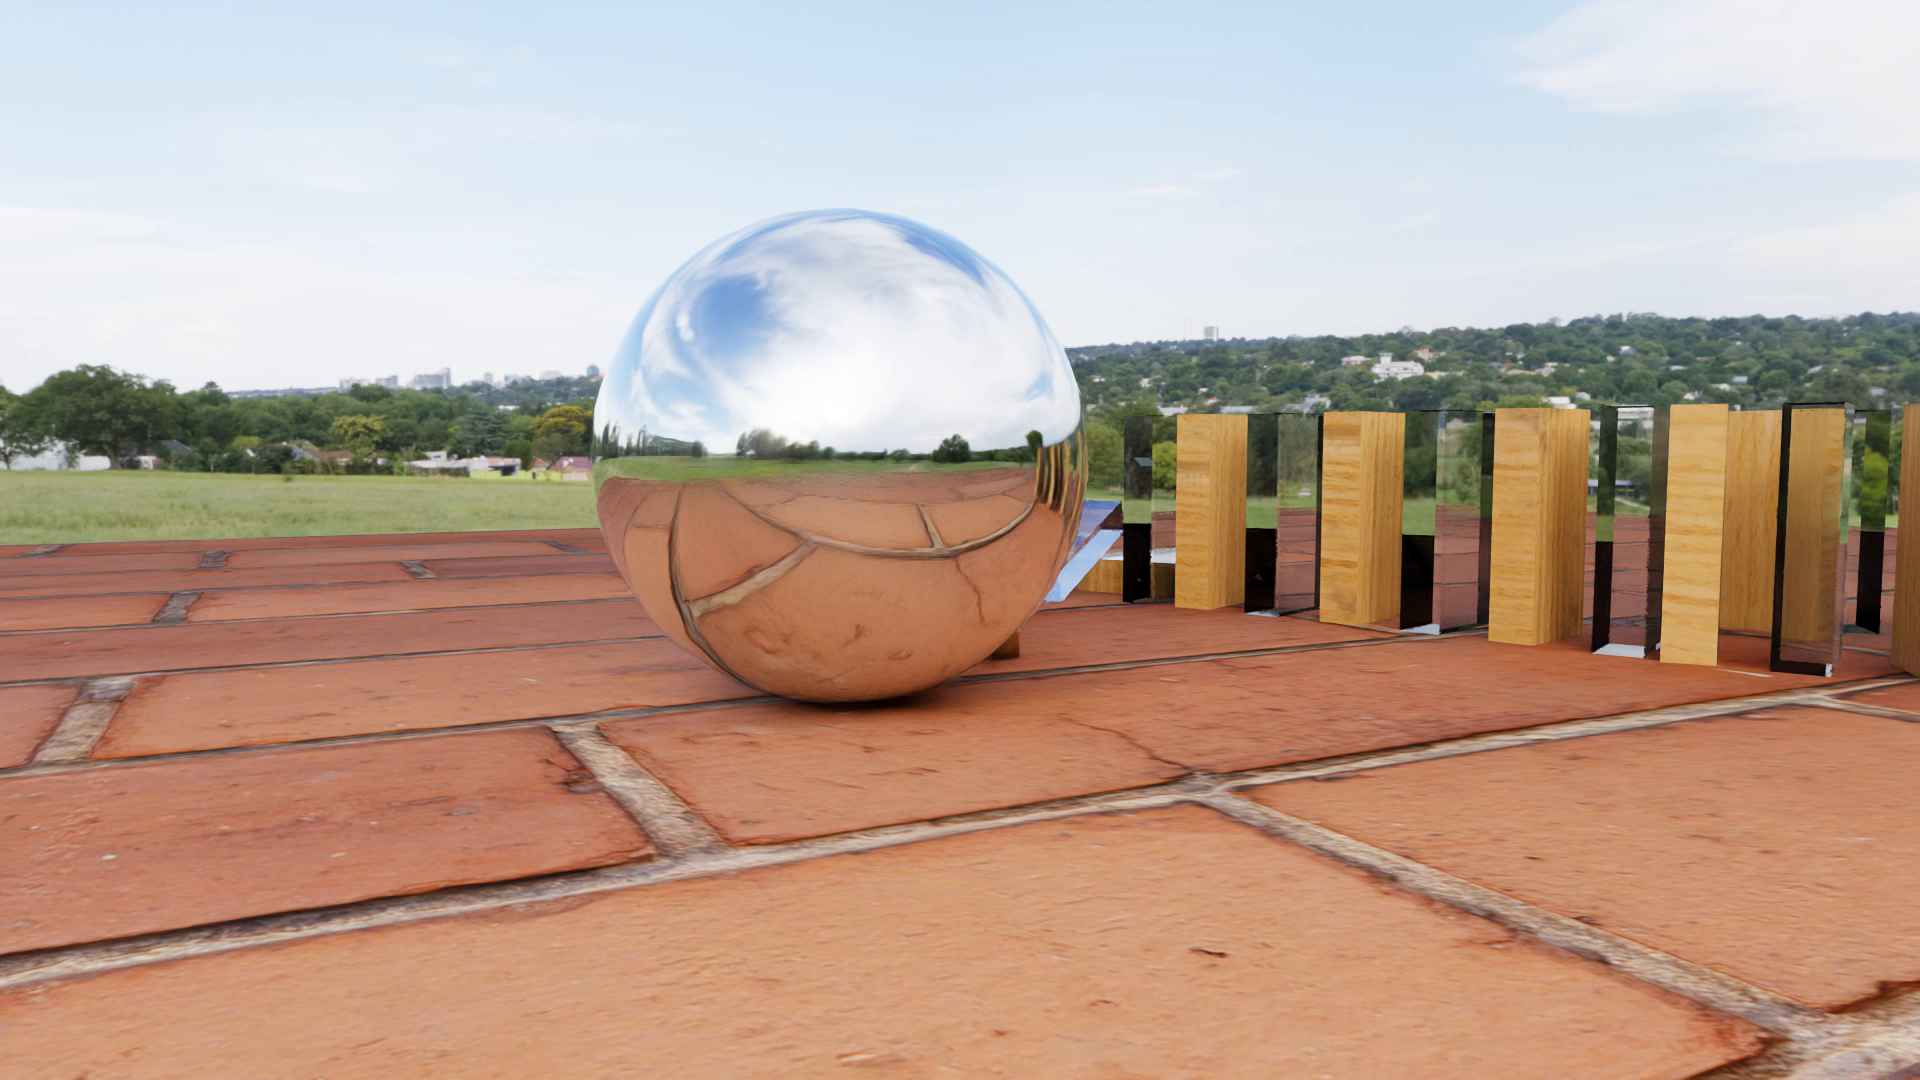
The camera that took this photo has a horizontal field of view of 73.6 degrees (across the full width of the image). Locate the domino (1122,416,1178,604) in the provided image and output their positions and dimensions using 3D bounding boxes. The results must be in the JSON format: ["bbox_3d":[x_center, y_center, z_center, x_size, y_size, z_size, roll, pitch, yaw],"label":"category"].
[{"bbox_3d":[0.055,-0.009,0.350,0.009,0.050,0.025,3,5,38],"label":"domino"}]

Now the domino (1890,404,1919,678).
[{"bbox_3d":[0.181,0.000,0.234,0.009,0.050,0.025,2,5,21],"label":"domino"}]

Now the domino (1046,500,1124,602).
[{"bbox_3d":[0.027,0.002,0.370,0.025,0.009,0.050,2,24,28],"label":"domino"}]

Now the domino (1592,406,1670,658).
[{"bbox_3d":[0.140,-0.002,0.266,0.010,0.050,0.025,3,5,38],"label":"domino"}]

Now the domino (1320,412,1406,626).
[{"bbox_3d":[0.098,-0.006,0.311,0.009,0.050,0.025,4,6,45],"label":"domino"}]

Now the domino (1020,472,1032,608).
[{"bbox_3d":[0.007,-0.001,0.350,0.025,0.009,0.050,0,36,3],"label":"domino"}]

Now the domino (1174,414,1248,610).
[{"bbox_3d":[0.068,-0.008,0.340,0.009,0.050,0.025,3,5,39],"label":"domino"}]

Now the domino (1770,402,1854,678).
[{"bbox_3d":[0.163,-0.001,0.245,0.010,0.050,0.025,3,5,38],"label":"domino"}]

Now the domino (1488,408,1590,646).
[{"bbox_3d":[0.127,-0.004,0.281,0.025,0.050,0.009,-4,6,-42],"label":"domino"}]

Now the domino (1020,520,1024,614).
[{"bbox_3d":[0.003,-0.003,0.333,0.025,0.009,0.050,-1,48,1],"label":"domino"}]

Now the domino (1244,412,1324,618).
[{"bbox_3d":[0.083,-0.007,0.326,0.009,0.050,0.025,4,6,43],"label":"domino"}]

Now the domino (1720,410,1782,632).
[{"bbox_3d":[0.186,-0.005,0.294,0.009,0.050,0.025,-3,5,-38],"label":"domino"}]

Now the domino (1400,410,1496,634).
[{"bbox_3d":[0.113,-0.005,0.296,0.025,0.050,0.009,-4,6,-42],"label":"domino"}]

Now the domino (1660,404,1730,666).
[{"bbox_3d":[0.147,-0.002,0.257,0.010,0.050,0.025,3,5,31],"label":"domino"}]

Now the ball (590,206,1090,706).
[{"bbox_3d":[-0.019,-0.013,0.210,0.080,0.080,0.080,0,4,0],"label":"ball"}]

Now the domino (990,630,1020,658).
[{"bbox_3d":[0.000,0.000,0.267,0.025,0.050,0.009,0,-35,3],"label":"domino"}]

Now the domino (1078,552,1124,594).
[{"bbox_3d":[0.059,0.009,0.386,0.025,0.009,0.050,3,5,37],"label":"domino"}]

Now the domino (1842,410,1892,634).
[{"bbox_3d":[0.205,-0.005,0.298,0.009,0.050,0.025,1,5,19],"label":"domino"}]
